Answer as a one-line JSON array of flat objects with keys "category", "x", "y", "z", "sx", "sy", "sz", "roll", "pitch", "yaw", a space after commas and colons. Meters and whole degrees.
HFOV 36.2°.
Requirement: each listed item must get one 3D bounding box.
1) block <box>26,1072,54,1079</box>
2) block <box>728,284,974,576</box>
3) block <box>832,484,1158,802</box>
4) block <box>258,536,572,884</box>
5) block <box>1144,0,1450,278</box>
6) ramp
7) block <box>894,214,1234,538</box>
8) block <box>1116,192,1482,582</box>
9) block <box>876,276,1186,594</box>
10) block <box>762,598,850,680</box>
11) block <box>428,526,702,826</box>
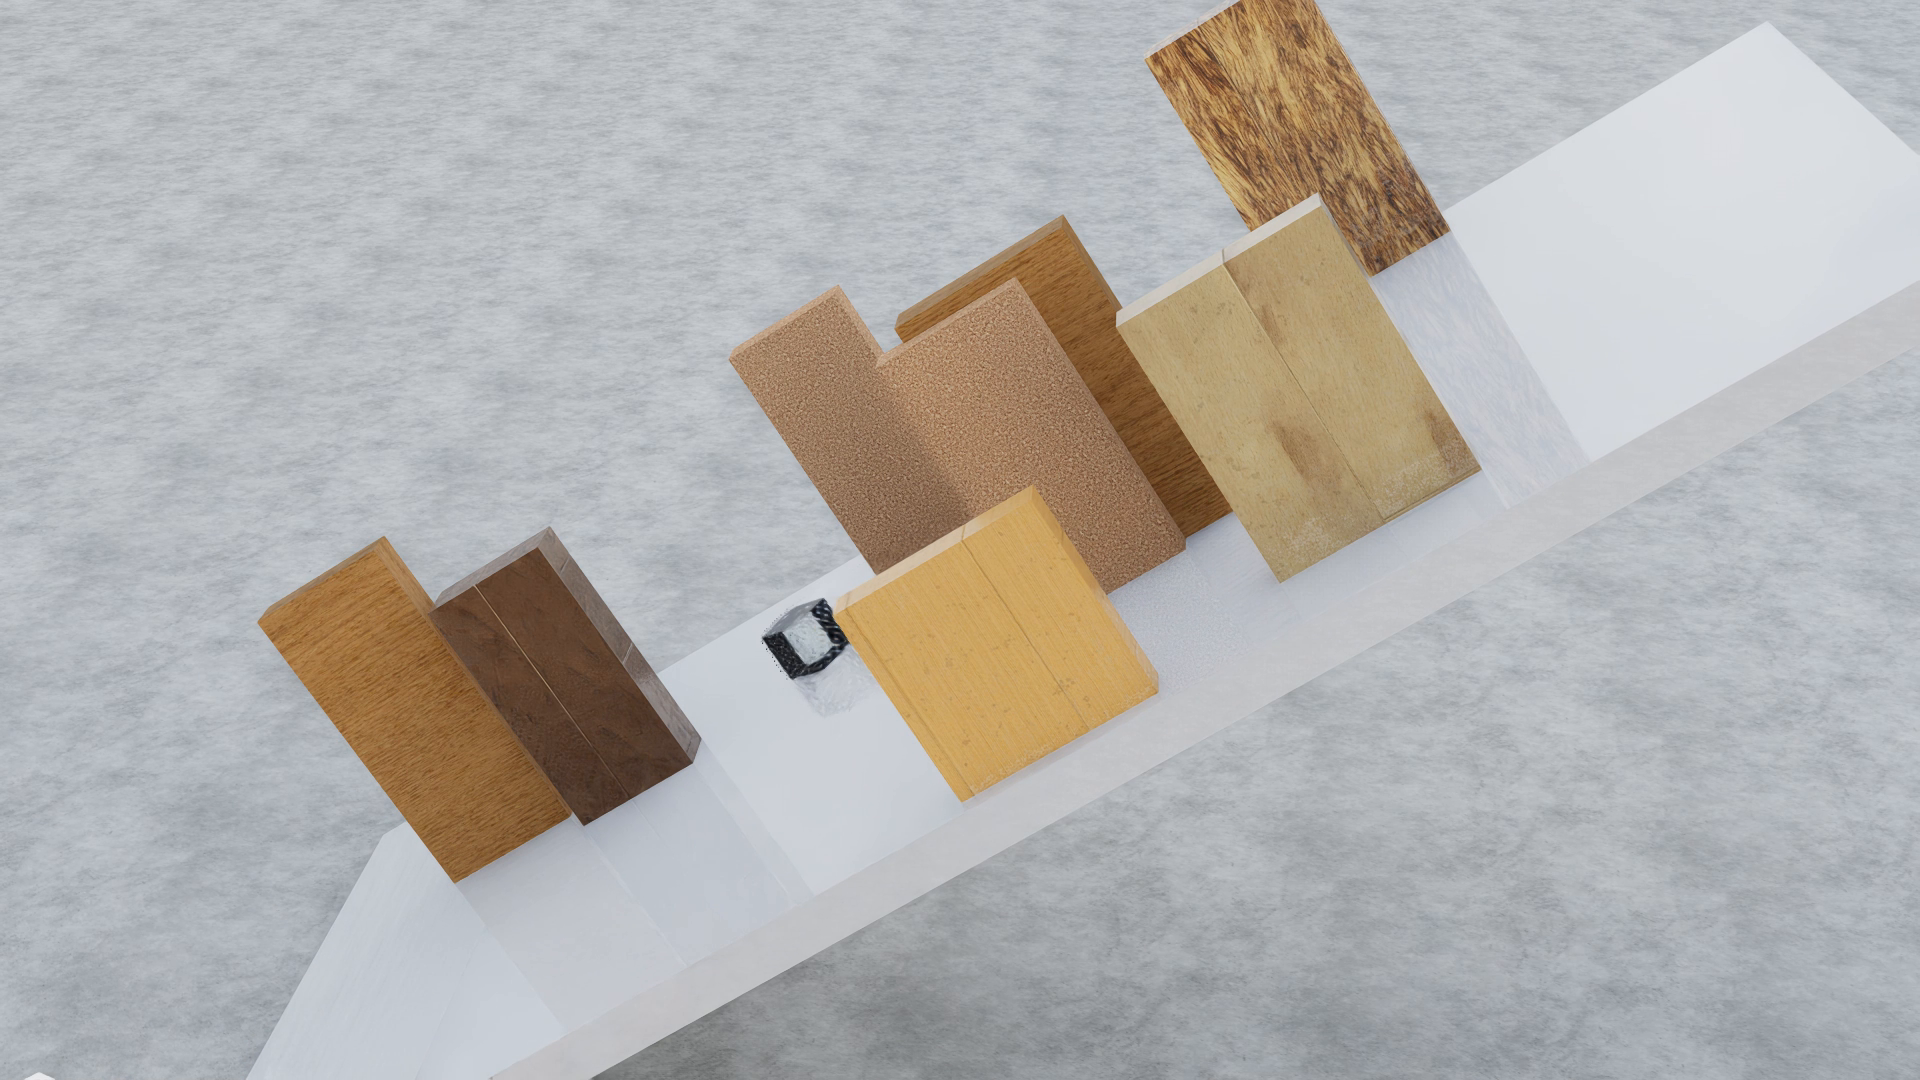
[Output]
[{"category": "block", "x": -1.974, "y": 1.275, "z": 6.283, "sx": 0.174, "sy": 0.174, "sz": 0.174, "roll": 14, "pitch": 24, "yaw": 33}, {"category": "block", "x": -0.210, "y": -0.213, "z": 6.689, "sx": 0.287, "sy": 0.689, "sz": 0.088, "roll": -30, "pitch": 15, "yaw": 13}, {"category": "block", "x": 0.067, "y": 0.192, "z": 5.344, "sx": 0.424, "sy": 0.432, "sz": 0.087, "roll": -30, "pitch": 15, "yaw": 13}, {"category": "block", "x": -1.249, "y": 0.398, "z": 6.803, "sx": 0.335, "sy": 0.771, "sz": 0.098, "roll": -30, "pitch": 15, "yaw": 13}, {"category": "block", "x": 0.778, "y": -0.920, "z": 6.779, "sx": 0.392, "sy": 0.711, "sz": 0.108, "roll": -30, "pitch": 15, "yaw": 13}, {"category": "ramp", "x": 0.140, "y": 0.170, "z": 6.293, "sx": 4.000, "sy": 0.100, "sz": 2.000, "roll": -30, "pitch": 15, "yaw": 13}, {"category": "block", "x": 0.221, "y": -0.262, "z": 5.951, "sx": 0.394, "sy": 0.681, "sz": 0.108, "roll": -30, "pitch": 15, "yaw": 13}, {"category": "block", "x": 0.617, "y": -0.272, "z": 5.356, "sx": 0.424, "sy": 0.576, "sz": 0.102, "roll": -30, "pitch": 15, "yaw": 13}, {"category": "block", "x": 0.145, "y": -0.174, "z": 5.903, "sx": 0.326, "sy": 0.646, "sz": 0.083, "roll": -30, "pitch": 15, "yaw": 13}, {"category": "block", "x": -0.349, "y": 0.225, "z": 6.717, "sx": 0.121, "sy": 0.121, "sz": 0.121, "roll": -18, "pitch": 22, "yaw": 46}, {"category": "block", "x": -0.887, "y": 0.309, "z": 6.639, "sx": 0.303, "sy": 0.607, "sz": 0.139, "roll": -30, "pitch": 15, "yaw": 13}]
